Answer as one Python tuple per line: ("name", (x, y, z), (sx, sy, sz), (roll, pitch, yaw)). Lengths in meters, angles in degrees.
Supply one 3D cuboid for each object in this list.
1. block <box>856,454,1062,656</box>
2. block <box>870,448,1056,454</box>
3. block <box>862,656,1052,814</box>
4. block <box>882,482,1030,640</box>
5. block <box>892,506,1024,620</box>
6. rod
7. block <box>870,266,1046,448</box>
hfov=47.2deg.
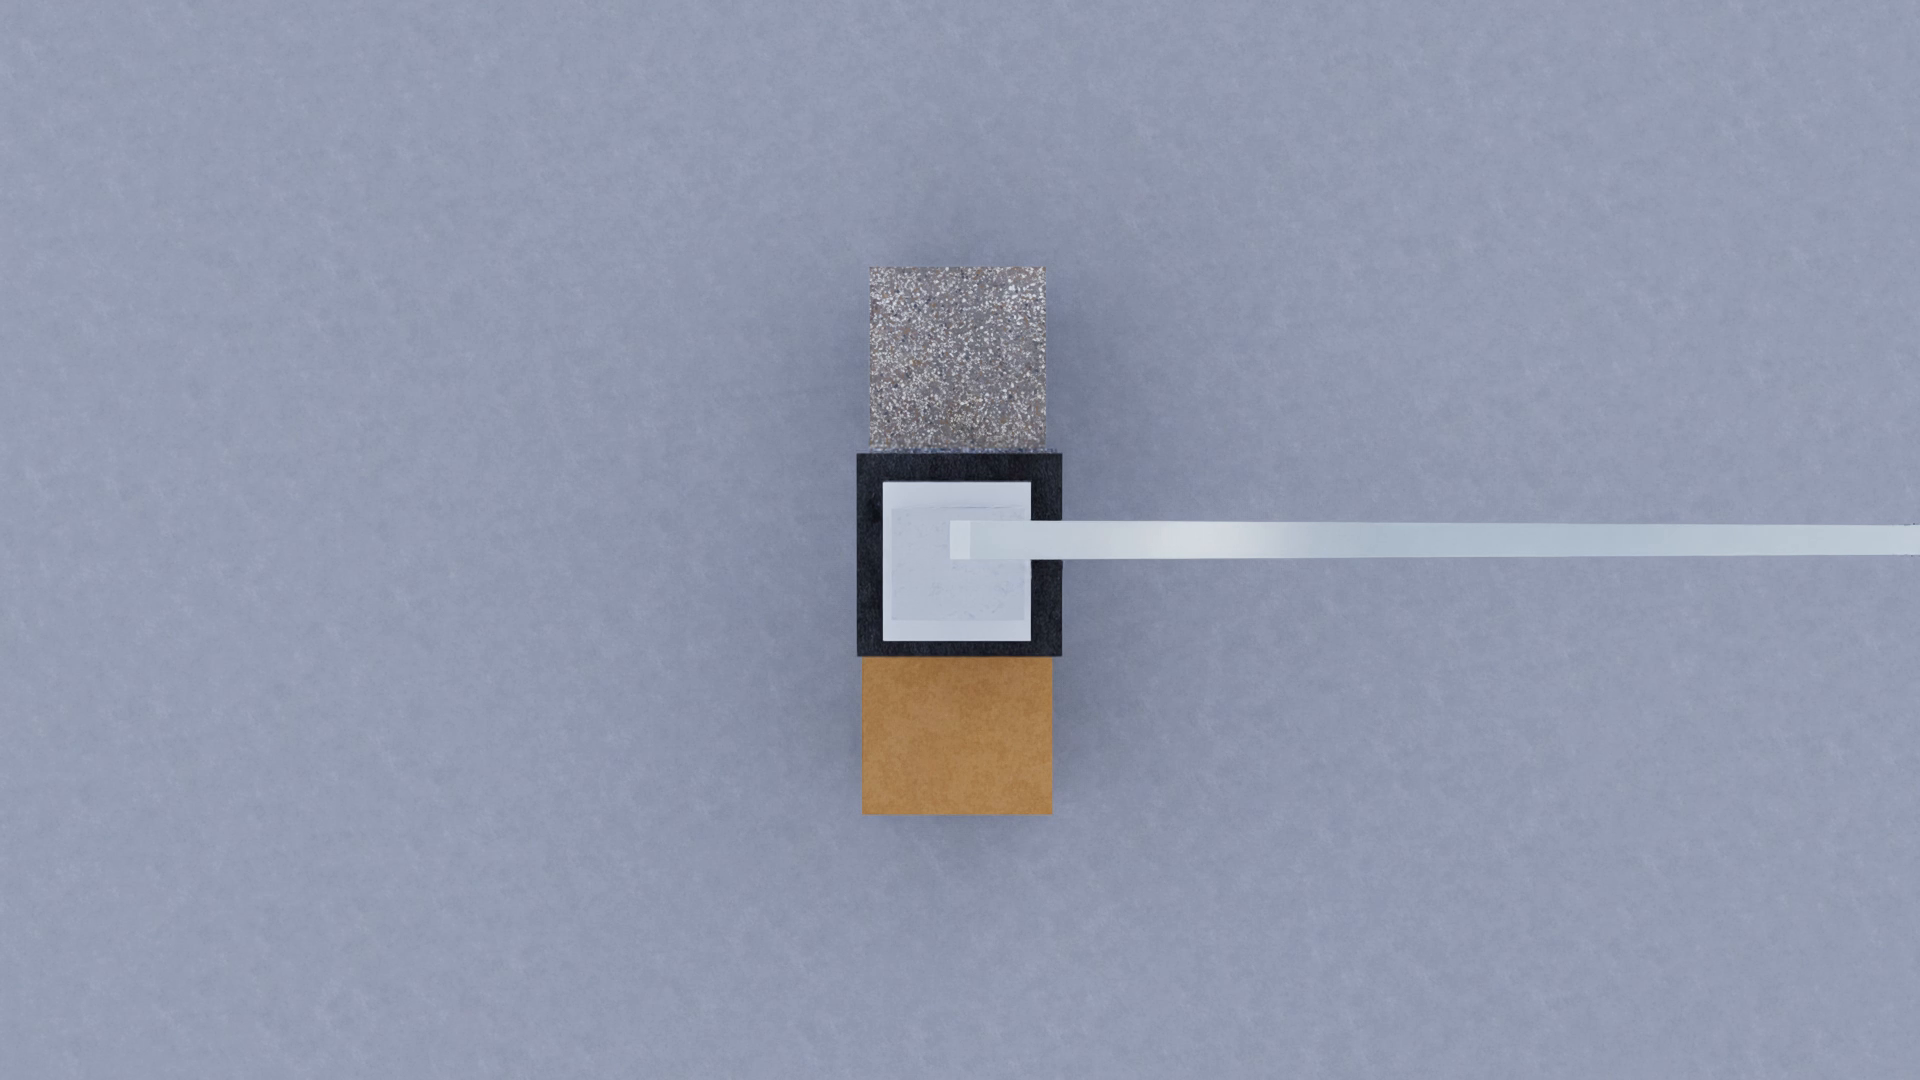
("block", (-0.003, 0.053, 10.540), (0.940, 0.995, 0.928), (0, 92, 0))
("block", (0.016, 0.019, 11.581), (0.938, 1.086, 0.990), (0, 92, 0))
("block", (-0.015, 1.045, 12.521), (1.042, 0.958, 0.919), (0, 90, 0))
("block", (-0.013, 0.081, 9.710), (0.630, 0.665, 0.677), (0, 92, 0))
("block", (-0.008, 0.090, 9.127), (0.535, 0.501, 0.454), (0, 92, 0))
("rod", (2.212, 0.000, 5.887), (5.200, 0.080, 0.080), (0, 90, -32))
("block", (-0.012, -0.974, 12.558), (0.969, 0.885, 1.060), (0, 90, 0))
